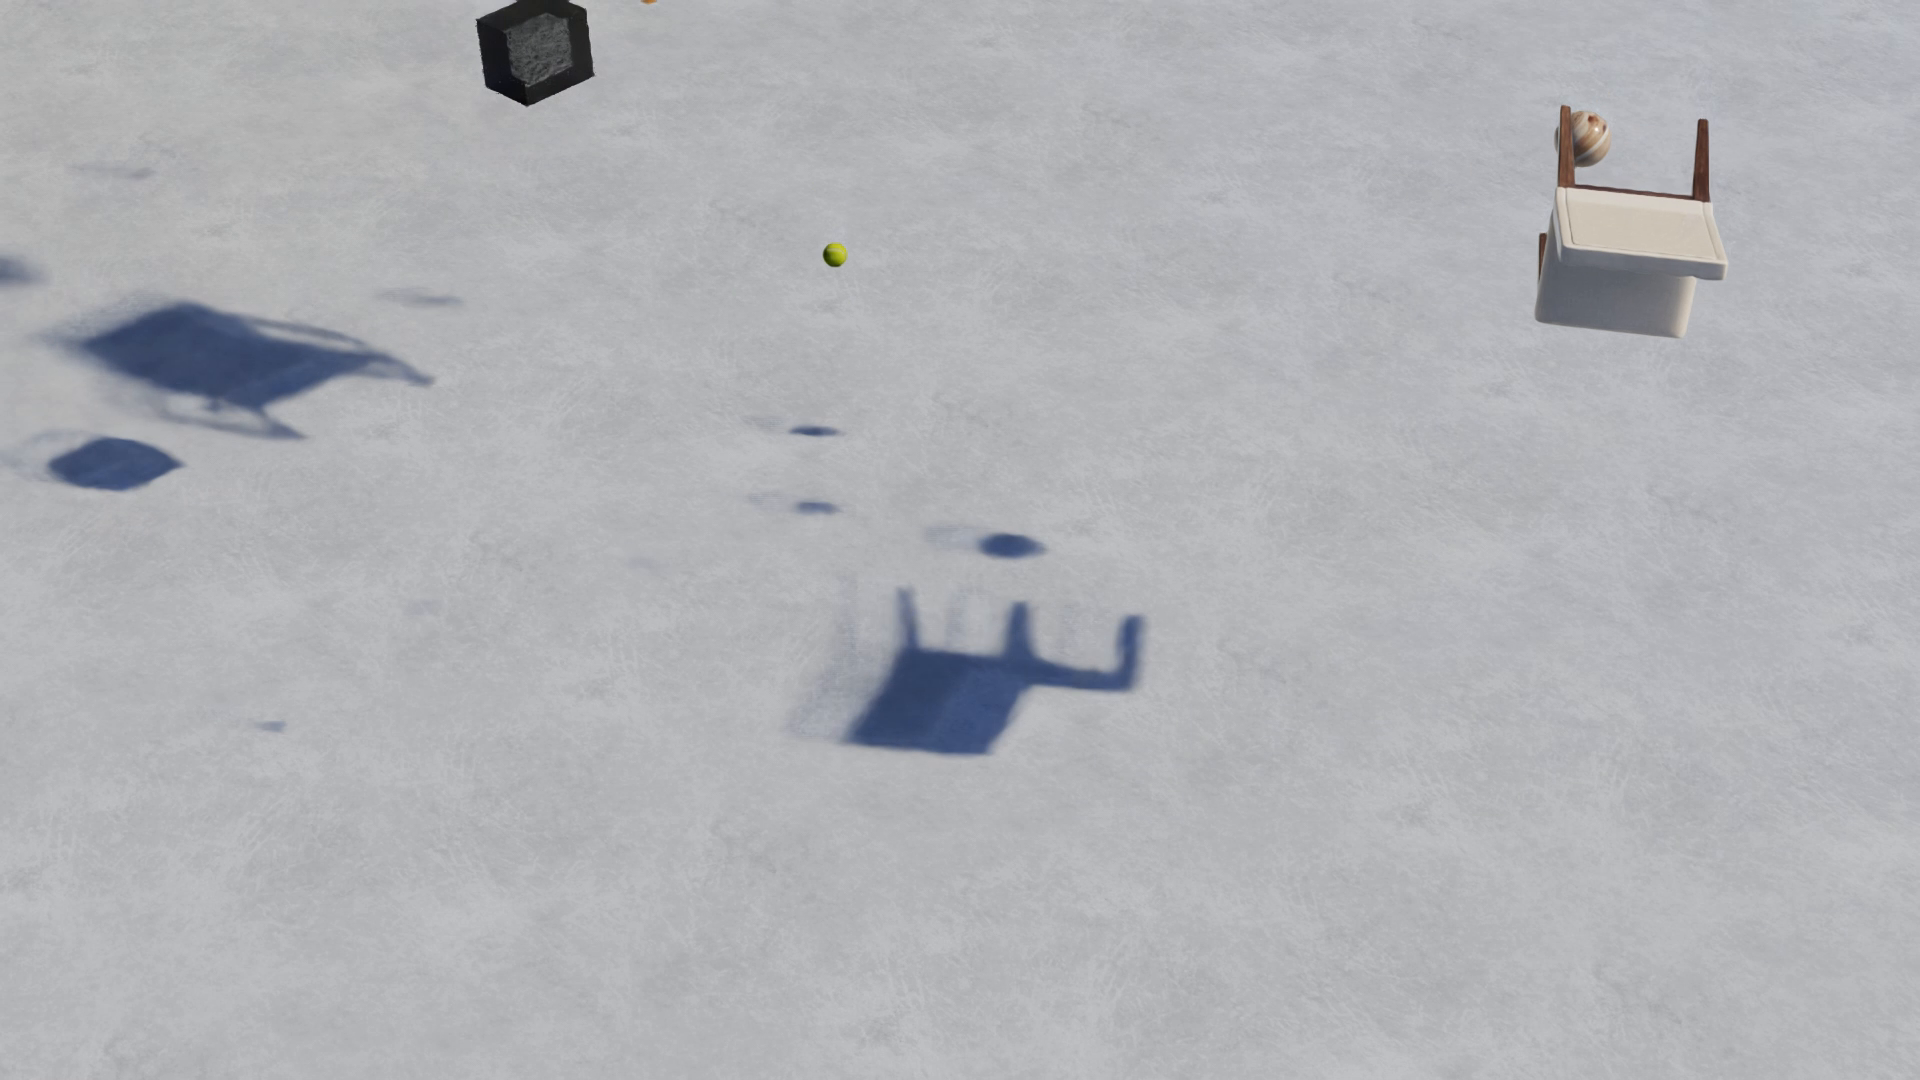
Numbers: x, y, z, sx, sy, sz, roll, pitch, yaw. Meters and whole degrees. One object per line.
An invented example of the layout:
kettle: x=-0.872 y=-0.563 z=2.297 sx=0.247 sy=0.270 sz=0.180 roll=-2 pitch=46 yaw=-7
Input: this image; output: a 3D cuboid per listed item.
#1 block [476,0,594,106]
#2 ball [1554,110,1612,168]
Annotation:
block: x=-1.421 y=-1.646 z=9.813 sx=0.224 sy=0.247 sz=0.289 roll=28 pitch=46 yaw=36
ball: x=1.992 y=-1.283 z=9.386 sx=0.182 sy=0.182 sz=0.182 roll=0 pitch=33 yaw=0
